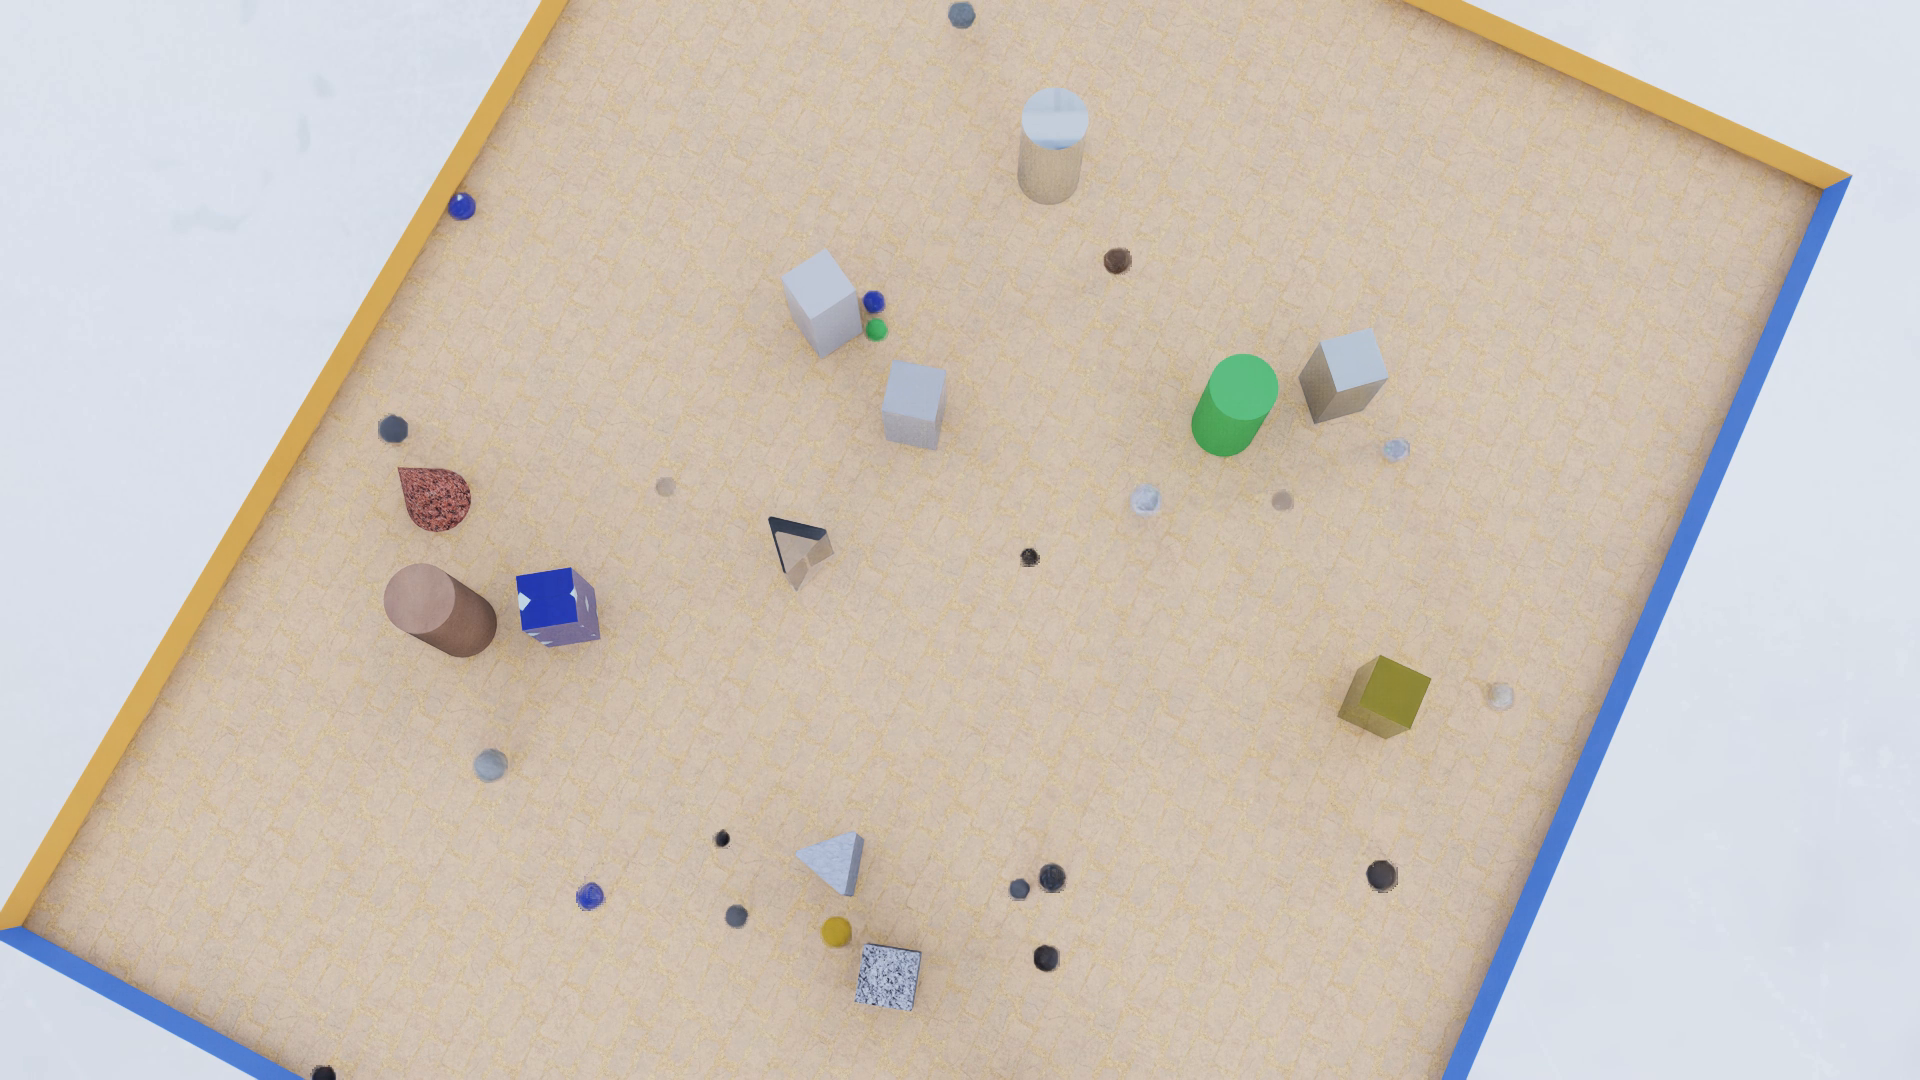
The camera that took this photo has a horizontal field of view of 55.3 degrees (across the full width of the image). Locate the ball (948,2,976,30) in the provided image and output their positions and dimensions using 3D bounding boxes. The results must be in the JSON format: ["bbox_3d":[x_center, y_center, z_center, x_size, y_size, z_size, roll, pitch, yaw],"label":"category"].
[{"bbox_3d":[0.006,-1.695,5.923,0.087,0.087,0.087,0,78,0],"label":"ball"}]

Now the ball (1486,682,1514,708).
[{"bbox_3d":[1.617,0.464,5.479,0.081,0.081,0.081,0,78,0],"label":"ball"}]

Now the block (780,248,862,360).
[{"bbox_3d":[-0.416,-0.713,5.566,0.160,0.387,0.160,-34,80,-7],"label":"block"}]

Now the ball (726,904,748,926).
[{"bbox_3d":[-0.654,1.098,5.356,0.065,0.065,0.065,0,78,0],"label":"ball"}]

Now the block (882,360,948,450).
[{"bbox_3d":[-0.135,-0.403,5.527,0.160,0.340,0.160,12,79,2],"label":"block"}]

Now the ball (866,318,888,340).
[{"bbox_3d":[-0.260,-0.658,5.719,0.067,0.067,0.067,0,78,0],"label":"ball"}]

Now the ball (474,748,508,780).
[{"bbox_3d":[-1.389,0.665,5.430,0.096,0.096,0.096,0,78,0],"label":"ball"}]

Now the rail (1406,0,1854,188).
[{"bbox_3d":[1.010,-1.971,5.958,3.952,0.130,0.045,26,80,5],"label":"rail"}]

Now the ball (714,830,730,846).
[{"bbox_3d":[-0.702,0.882,5.410,0.046,0.046,0.046,0,78,0],"label":"ball"}]

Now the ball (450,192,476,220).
[{"bbox_3d":[-1.571,-1.055,5.792,0.084,0.084,0.084,0,78,0],"label":"ball"}]

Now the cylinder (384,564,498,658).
[{"bbox_3d":[-1.505,0.210,5.332,0.200,0.472,0.200,0,78,0],"label":"cylinder"}]

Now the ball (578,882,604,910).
[{"bbox_3d":[-1.079,1.042,5.363,0.075,0.075,0.075,0,78,0],"label":"ball"}]

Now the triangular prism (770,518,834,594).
[{"bbox_3d":[-0.498,0.018,5.447,0.150,0.326,0.173,43,81,8],"label":"triangular prism"}]

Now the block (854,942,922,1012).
[{"bbox_3d":[-0.202,1.243,5.223,0.160,0.266,0.160,9,78,2],"label":"block"}]

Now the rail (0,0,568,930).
[{"bbox_3d":[-1.746,-0.848,5.725,0.045,0.130,4.565,26,80,5],"label":"rail"}]

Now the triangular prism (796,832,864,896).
[{"bbox_3d":[-0.335,0.896,5.208,0.173,0.436,0.150,40,81,8],"label":"triangular prism"}]

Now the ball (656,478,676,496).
[{"bbox_3d":[-0.903,-0.161,5.621,0.057,0.057,0.057,0,78,0],"label":"ball"}]

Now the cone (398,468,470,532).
[{"bbox_3d":[-1.605,-0.165,5.435,0.200,0.423,0.200,0,78,0],"label":"cone"}]

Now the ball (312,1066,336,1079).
[{"bbox_3d":[-1.828,1.543,5.264,0.064,0.064,0.064,0,78,0],"label":"ball"}]

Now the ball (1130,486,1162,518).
[{"bbox_3d":[0.568,-0.117,5.590,0.100,0.100,0.100,0,78,0],"label":"ball"}]

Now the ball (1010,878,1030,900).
[{"bbox_3d":[0.174,1.024,5.374,0.060,0.060,0.060,0,78,0],"label":"ball"}]

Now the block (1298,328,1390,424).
[{"bbox_3d":[1.155,-0.492,5.536,0.160,0.357,0.160,-16,79,-3],"label":"block"}]

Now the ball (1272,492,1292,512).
[{"bbox_3d":[0.985,-0.118,5.609,0.062,0.062,0.062,0,78,0],"label":"ball"}]

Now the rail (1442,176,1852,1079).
[{"bbox_3d":[1.746,0.862,5.371,0.045,0.130,4.565,26,80,5],"label":"rail"}]

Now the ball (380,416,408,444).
[{"bbox_3d":[-1.743,-0.340,5.643,0.087,0.087,0.087,0,78,0],"label":"ball"}]

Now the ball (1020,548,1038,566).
[{"bbox_3d":[0.211,0.050,5.579,0.053,0.053,0.053,0,78,0],"label":"ball"}]

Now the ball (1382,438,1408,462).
[{"bbox_3d":[1.339,-0.276,5.635,0.075,0.075,0.075,0,78,0],"label":"ball"}]

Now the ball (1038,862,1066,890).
[{"bbox_3d":[0.270,0.987,5.371,0.081,0.081,0.081,0,78,0],"label":"ball"}]

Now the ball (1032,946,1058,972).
[{"bbox_3d":[0.250,1.216,5.326,0.075,0.075,0.075,0,78,0],"label":"ball"}]

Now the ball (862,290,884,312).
[{"bbox_3d":[-0.271,-0.748,5.736,0.069,0.069,0.069,0,78,0],"label":"ball"}]

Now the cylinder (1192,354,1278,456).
[{"bbox_3d":[0.818,-0.398,5.483,0.200,0.423,0.200,0,78,0],"label":"cylinder"}]

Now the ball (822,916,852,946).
[{"bbox_3d":[-0.358,1.139,5.335,0.089,0.089,0.089,0,78,0],"label":"ball"}]

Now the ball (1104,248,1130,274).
[{"bbox_3d":[0.491,-0.877,5.757,0.081,0.081,0.081,0,78,0],"label":"ball"}]

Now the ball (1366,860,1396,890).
[{"bbox_3d":[1.235,0.982,5.369,0.087,0.087,0.087,0,78,0],"label":"ball"}]

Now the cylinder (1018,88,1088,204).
[{"bbox_3d":[0.282,-1.208,5.648,0.200,0.428,0.200,0,78,0],"label":"cylinder"}]

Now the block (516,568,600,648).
[{"bbox_3d":[-1.181,0.202,5.402,0.160,0.339,0.160,-9,78,-2],"label":"block"}]

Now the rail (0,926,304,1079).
[{"bbox_3d":[-1.010,1.985,5.138,3.952,0.130,0.045,26,80,5],"label":"rail"}]

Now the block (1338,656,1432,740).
[{"bbox_3d":[1.239,0.463,5.365,0.160,0.305,0.160,25,79,5],"label":"block"}]
